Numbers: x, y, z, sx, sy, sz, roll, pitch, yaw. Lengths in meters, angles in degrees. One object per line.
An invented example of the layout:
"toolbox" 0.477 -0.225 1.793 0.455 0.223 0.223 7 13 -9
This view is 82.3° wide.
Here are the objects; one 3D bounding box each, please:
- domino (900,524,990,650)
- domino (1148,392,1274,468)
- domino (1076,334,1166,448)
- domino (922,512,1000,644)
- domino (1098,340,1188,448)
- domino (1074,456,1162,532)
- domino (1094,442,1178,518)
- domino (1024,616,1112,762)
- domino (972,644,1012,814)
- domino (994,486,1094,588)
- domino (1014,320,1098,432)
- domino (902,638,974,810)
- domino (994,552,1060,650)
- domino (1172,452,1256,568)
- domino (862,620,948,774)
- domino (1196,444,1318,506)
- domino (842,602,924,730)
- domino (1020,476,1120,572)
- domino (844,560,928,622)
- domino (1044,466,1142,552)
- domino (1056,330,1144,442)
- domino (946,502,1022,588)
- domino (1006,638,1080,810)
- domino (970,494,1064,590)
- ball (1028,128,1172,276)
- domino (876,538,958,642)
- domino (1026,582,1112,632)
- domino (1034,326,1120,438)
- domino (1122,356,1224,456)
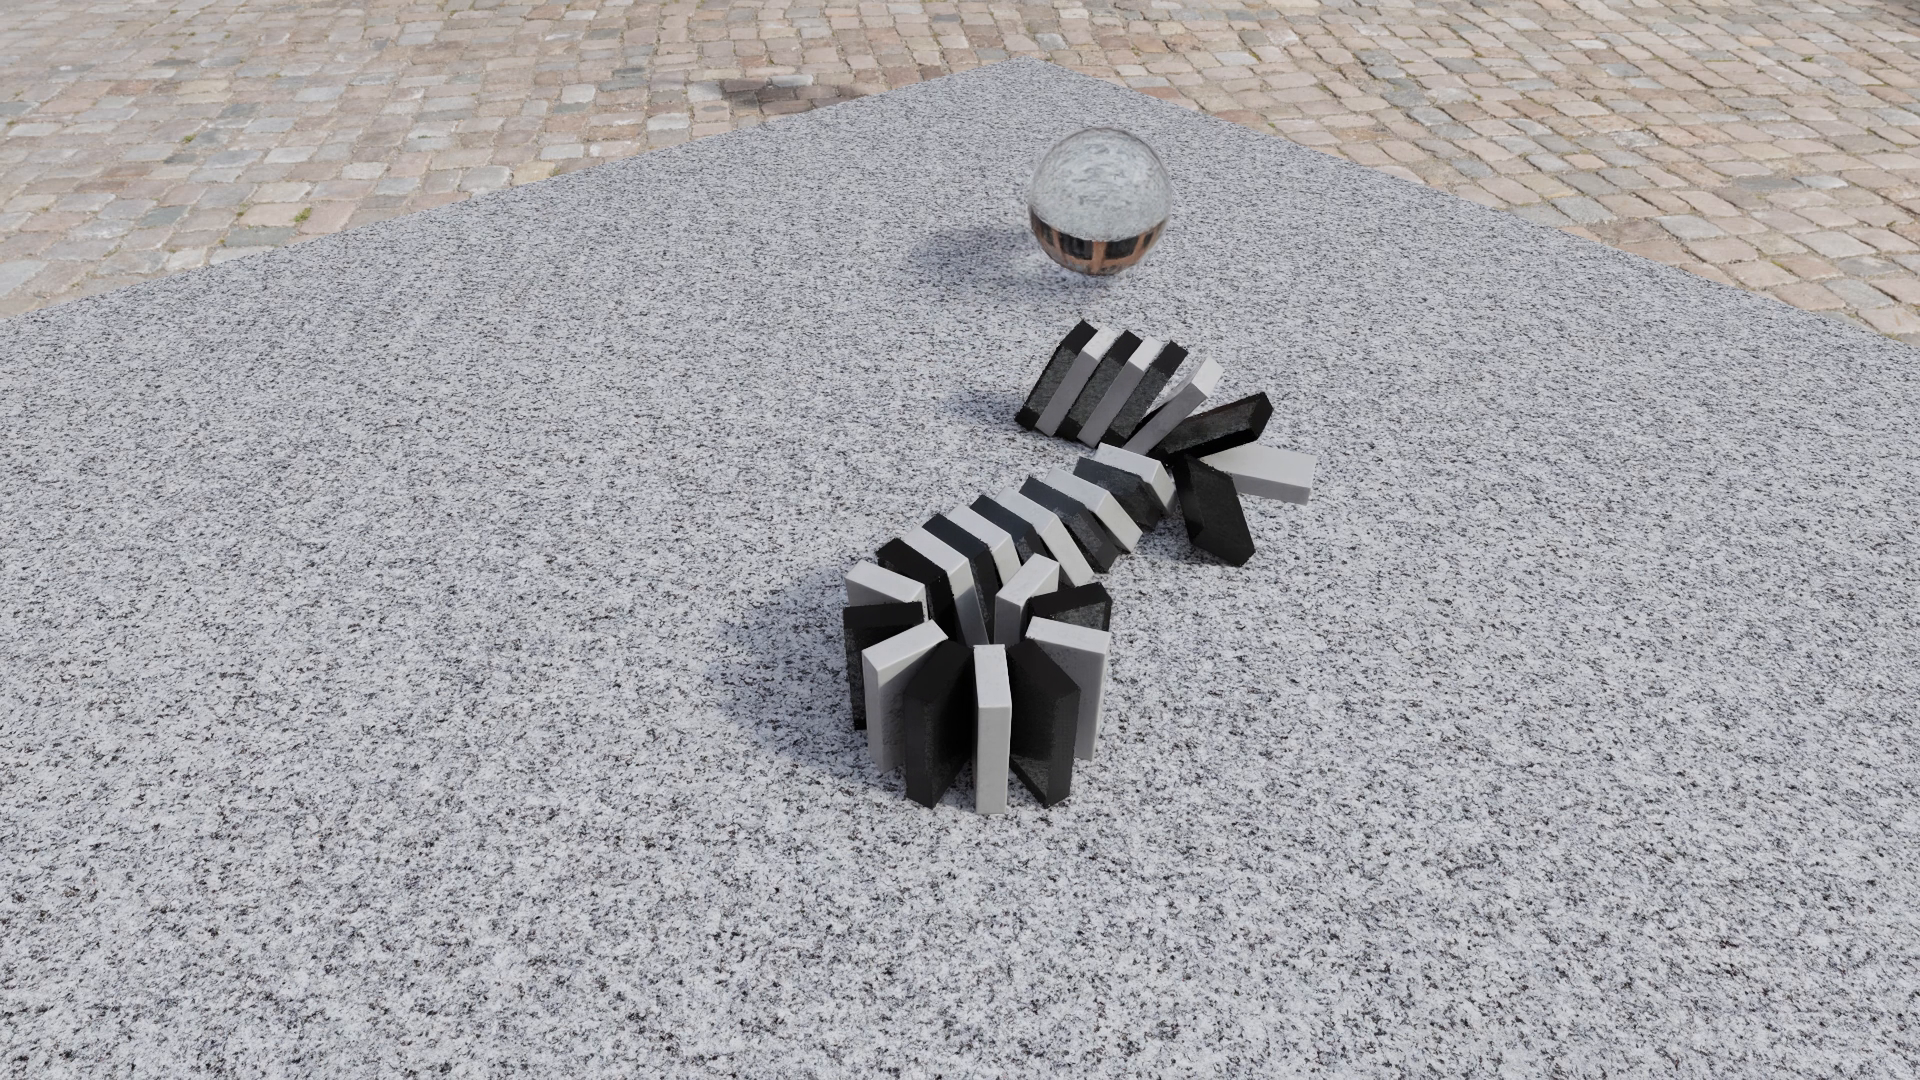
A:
"domino" -0.005 0.020 0.387 0.009 0.050 0.025 -41 53 -22
"domino" 0.109 -0.047 0.478 0.050 0.009 0.025 -17 25 42
"domino" 0.072 -0.066 0.492 0.009 0.050 0.025 36 47 4
"domino" 0.002 0.015 0.392 0.009 0.050 0.025 -41 53 -22
"domino" 0.081 -0.063 0.488 0.010 0.050 0.025 36 47 4
"domino" 0.063 -0.018 0.438 0.025 0.050 0.009 21 84 23
"domino" 0.072 -0.024 0.445 0.025 0.050 0.009 21 84 23
"domino" 0.033 0.048 0.352 0.025 0.050 0.009 11 41 13
"domino" 0.009 0.059 0.339 0.009 0.050 0.025 -2 39 -3
"domino" 0.031 0.000 0.413 0.025 0.050 0.009 33 80 33
"domino" 0.044 -0.075 0.503 0.010 0.050 0.025 36 47 4
"domino" -0.006 0.058 0.341 0.010 0.050 0.025 20 44 22
"domino" 0.022 0.032 0.373 0.009 0.050 0.025 22 44 25
"domino" 0.103 -0.013 0.450 0.025 0.010 0.050 24 35 -19
"domino" -0.017 0.050 0.350 0.025 0.050 0.009 -23 46 -25
"domino" 0.128 -0.031 0.481 0.050 0.010 0.025 13 41 15
"domino" -0.024 0.042 0.360 0.025 0.050 0.009 -4 43 -4
"domino" 0.042 -0.005 0.421 0.025 0.050 0.010 30 83 31
"domino" -0.023 0.031 0.373 0.025 0.050 0.009 20 48 24
"domino" 0.052 -0.011 0.429 0.025 0.050 0.009 28 85 30
"domino" 0.063 -0.069 0.496 0.010 0.050 0.025 36 47 4
"domino" 0.011 0.010 0.398 0.025 0.050 0.010 34 68 34
"domino" 0.024 0.057 0.341 0.010 0.050 0.025 -22 44 -25
"domino" 0.021 0.005 0.405 0.025 0.050 0.009 34 75 34
"ball" 0.078 -0.189 0.619 0.080 0.080 0.080 0 39 0
"domino" -0.014 0.025 0.380 0.010 0.050 0.025 -37 51 -27
"domino" 0.035 0.038 0.365 0.025 0.050 0.009 -12 41 -14
"domino" 0.053 -0.072 0.499 0.010 0.050 0.025 36 47 4
"domino" 0.093 -0.057 0.483 0.010 0.050 0.025 41 46 -3
